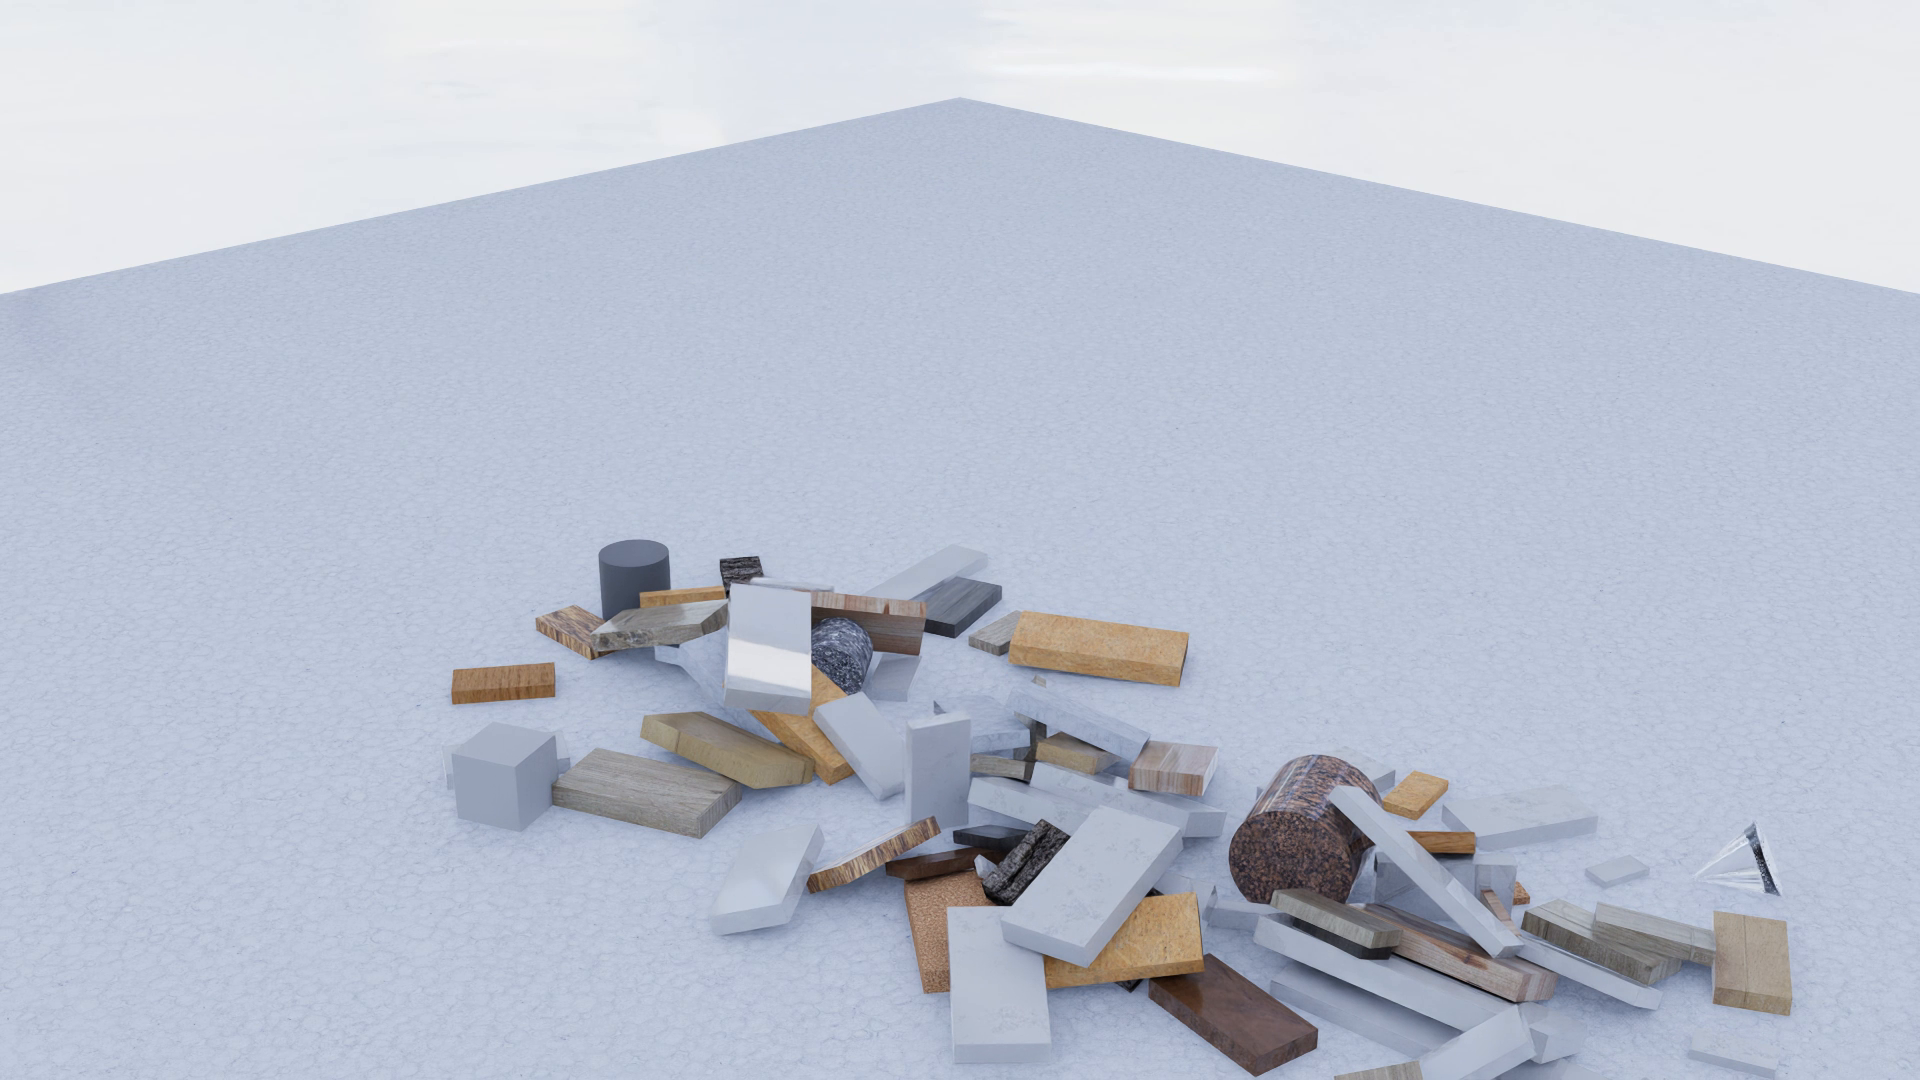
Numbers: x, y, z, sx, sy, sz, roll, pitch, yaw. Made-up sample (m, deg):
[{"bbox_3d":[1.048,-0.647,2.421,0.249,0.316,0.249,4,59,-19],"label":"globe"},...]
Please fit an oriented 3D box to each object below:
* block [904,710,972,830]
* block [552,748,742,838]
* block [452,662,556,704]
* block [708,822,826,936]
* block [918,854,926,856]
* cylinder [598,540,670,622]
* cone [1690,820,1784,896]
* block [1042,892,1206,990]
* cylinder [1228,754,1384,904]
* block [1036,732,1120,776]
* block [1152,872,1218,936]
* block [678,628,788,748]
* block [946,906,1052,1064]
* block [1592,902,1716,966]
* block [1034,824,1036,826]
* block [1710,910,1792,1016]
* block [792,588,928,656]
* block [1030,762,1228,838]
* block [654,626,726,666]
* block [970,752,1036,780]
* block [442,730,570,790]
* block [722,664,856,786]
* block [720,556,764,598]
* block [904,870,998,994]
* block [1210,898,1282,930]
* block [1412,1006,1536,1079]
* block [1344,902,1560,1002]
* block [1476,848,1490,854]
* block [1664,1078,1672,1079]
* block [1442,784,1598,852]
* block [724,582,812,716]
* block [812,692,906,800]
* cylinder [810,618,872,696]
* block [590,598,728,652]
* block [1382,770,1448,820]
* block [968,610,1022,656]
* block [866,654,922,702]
[{"bbox_3d":[-0.044,0.462,4.355,0.123,0.247,0.035,-9,28,-20],"label":"block"},{"bbox_3d":[-0.638,0.514,4.487,0.343,0.049,0.171,9,25,21],"label":"block"},{"bbox_3d":[-1.028,0.323,4.959,0.226,0.032,0.113,-4,23,-9],"label":"block"},{"bbox_3d":[-0.362,0.638,4.151,0.147,0.042,0.294,-13,20,15],"label":"block"},{"bbox_3d":[-0.058,0.639,4.234,0.055,0.016,0.111,2,23,4],"label":"block"},{"bbox_3d":[-0.780,0.108,5.291,0.168,0.168,0.168,0,23,0],"label":"cylinder"},{"bbox_3d":[1.468,0.627,4.196,0.152,0.152,0.152,-21,16,22],"label":"cone"},{"bbox_3d":[0.285,0.705,3.873,0.279,0.040,0.139,-8,46,7],"label":"block"},{"bbox_3d":[0.655,0.561,4.139,0.235,0.235,0.235,10,25,23],"label":"cylinder"},{"bbox_3d":[0.250,0.437,4.558,0.126,0.036,0.251,15,6,16],"label":"block"},{"bbox_3d":[0.290,0.672,4.031,0.325,0.046,0.162,11,52,23],"label":"block"},{"bbox_3d":[-0.438,0.324,4.794,0.178,0.050,0.356,-20,48,-39],"label":"block"},{"bbox_3d":[0.064,0.766,3.810,0.162,0.046,0.325,0,35,-3],"label":"block"},{"bbox_3d":[1.249,0.708,3.958,0.209,0.030,0.104,13,14,15],"label":"block"},{"bbox_3d":[0.238,0.585,4.308,0.172,0.024,0.086,15,2,32],"label":"block"},{"bbox_3d":[1.414,0.755,3.936,0.127,0.036,0.255,7,24,15],"label":"block"},{"bbox_3d":[-0.235,0.188,5.008,0.304,0.152,0.043,6,52,-4],"label":"block"},{"bbox_3d":[0.336,0.517,4.389,0.352,0.050,0.176,15,2,31],"label":"block"},{"bbox_3d":[-0.527,0.254,5.024,0.304,0.043,0.152,11,25,24],"label":"block"},{"bbox_3d":[0.047,0.461,4.533,0.247,0.035,0.123,6,-5,27],"label":"block"},{"bbox_3d":[-0.955,0.462,4.627,0.254,0.036,0.127,-7,24,-15],"label":"block"},{"bbox_3d":[-0.323,0.367,4.689,0.178,0.050,0.356,-22,50,-40],"label":"block"},{"bbox_3d":[-0.542,0.096,5.499,0.100,0.028,0.201,-4,23,-10],"label":"block"},{"bbox_3d":[-0.004,0.712,4.025,0.162,0.046,0.325,-3,23,-7],"label":"block"},{"bbox_3d":[0.529,0.691,4.039,0.142,0.071,0.020,5,54,13],"label":"block"},{"bbox_3d":[0.833,0.845,3.581,0.205,0.029,0.103,-34,17,16],"label":"block"},{"bbox_3d":[0.863,0.727,3.893,0.347,0.049,0.174,18,3,36],"label":"block"},{"bbox_3d":[1.002,0.620,4.279,0.112,0.016,0.056,21,31,40],"label":"block"},{"bbox_3d":[1.188,0.896,3.534,0.138,0.020,0.069,23,2,-44],"label":"block"},{"bbox_3d":[1.119,0.556,4.400,0.272,0.039,0.136,-7,24,-16],"label":"block"},{"bbox_3d":[-0.414,0.233,4.752,0.178,0.050,0.355,8,36,-10],"label":"block"},{"bbox_3d":[-0.187,0.427,4.584,0.123,0.035,0.247,-17,52,-37],"label":"block"},{"bbox_3d":[-0.283,0.275,4.915,0.155,0.155,0.155,3,23,6],"label":"cylinder"},{"bbox_3d":[-0.682,0.196,5.058,0.304,0.043,0.152,-6,17,26],"label":"block"},{"bbox_3d":[0.932,0.522,4.502,0.077,0.022,0.155,15,27,32],"label":"block"},{"bbox_3d":[0.114,0.220,5.209,0.092,0.026,0.184,18,29,35],"label":"block"},{"bbox_3d":[-0.147,0.311,4.993,0.092,0.026,0.185,4,23,9],"label":"block"}]
